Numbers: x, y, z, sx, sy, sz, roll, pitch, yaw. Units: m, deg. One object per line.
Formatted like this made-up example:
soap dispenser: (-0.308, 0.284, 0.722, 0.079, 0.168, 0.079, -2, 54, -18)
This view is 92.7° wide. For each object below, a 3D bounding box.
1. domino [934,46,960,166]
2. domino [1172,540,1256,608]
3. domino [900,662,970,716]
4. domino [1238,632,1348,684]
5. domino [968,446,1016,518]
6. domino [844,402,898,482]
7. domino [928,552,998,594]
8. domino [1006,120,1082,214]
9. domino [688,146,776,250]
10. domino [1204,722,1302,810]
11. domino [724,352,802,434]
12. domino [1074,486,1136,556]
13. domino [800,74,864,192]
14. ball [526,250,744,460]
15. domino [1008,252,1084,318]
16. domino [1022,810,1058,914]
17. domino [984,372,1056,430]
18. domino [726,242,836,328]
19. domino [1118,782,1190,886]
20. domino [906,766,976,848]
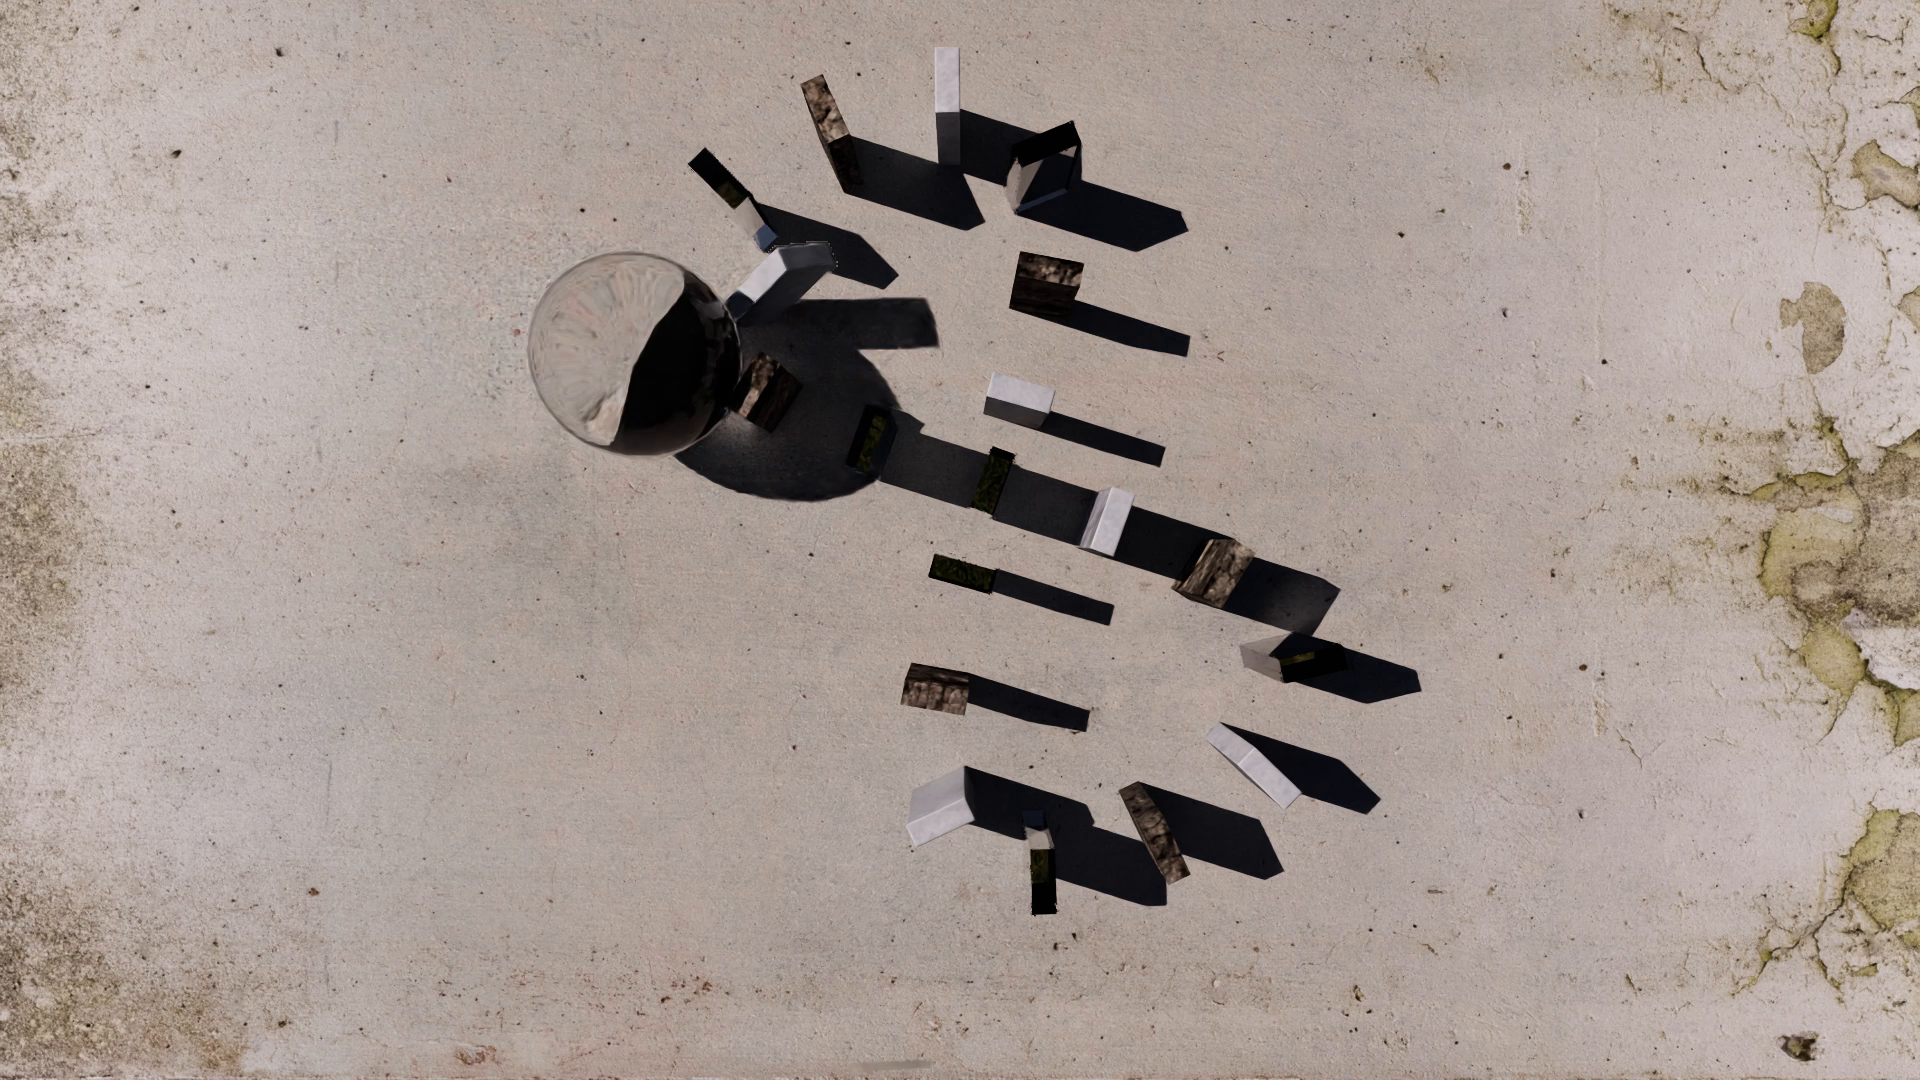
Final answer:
domino: (-0.005, -0.176, 0.375, 0.010, 0.050, 0.025, 0, 90, 0)
domino: (0.103, 0.013, 0.375, 0.010, 0.050, 0.025, 32, 90, 0)
domino: (-0.010, 0.060, 0.375, 0.025, 0.050, 0.010, 10, 90, 0)
domino: (0.135, 0.048, 0.375, 0.025, 0.050, 0.009, -13, 90, 0)
domino: (0.013, -0.023, 0.375, 0.009, 0.050, 0.025, 20, 90, 0)
domino: (-0.035, -0.039, 0.375, 0.009, 0.050, 0.025, 20, 90, 0)
domino: (0.001, 0.013, 0.375, 0.025, 0.050, 0.009, 16, 90, 0)
domino: (0.033, -0.151, 0.375, 0.025, 0.050, 0.010, -22, 90, 0)
domino: (-0.092, -0.138, 0.375, 0.009, 0.050, 0.025, -45, 90, 0)
domino: (0.118, 0.091, 0.375, 0.025, 0.050, 0.009, 44, 90, 0)
domino: (-0.079, -0.059, 0.375, 0.009, 0.050, 0.025, 33, 90, 0)
domino: (0.058, -0.007, 0.375, 0.010, 0.050, 0.025, 20, 90, 0)
domino: (-0.052, -0.165, 0.375, 0.010, 0.050, 0.025, -25, 90, 0)
ball: (-0.126, -0.072, 0.360, 0.080, 0.080, 0.080, 0, 90, 0)
domino: (0.034, -0.103, 0.375, 0.025, 0.050, 0.009, 11, 90, 0)
domino: (0.032, 0.131, 0.375, 0.009, 0.050, 0.025, -2, 90, 0)
domino: (0.023, -0.056, 0.375, 0.025, 0.050, 0.009, 16, 90, 0)
domino: (-0.075, -0.103, 0.373, 0.025, 0.050, 0.009, -25, 91, -44)
domino: (0.079, 0.119, 0.375, 0.009, 0.050, 0.025, -26, 90, 0)
domino: (-0.007, 0.108, 0.375, 0.025, 0.050, 0.009, -25, 90, 0)
